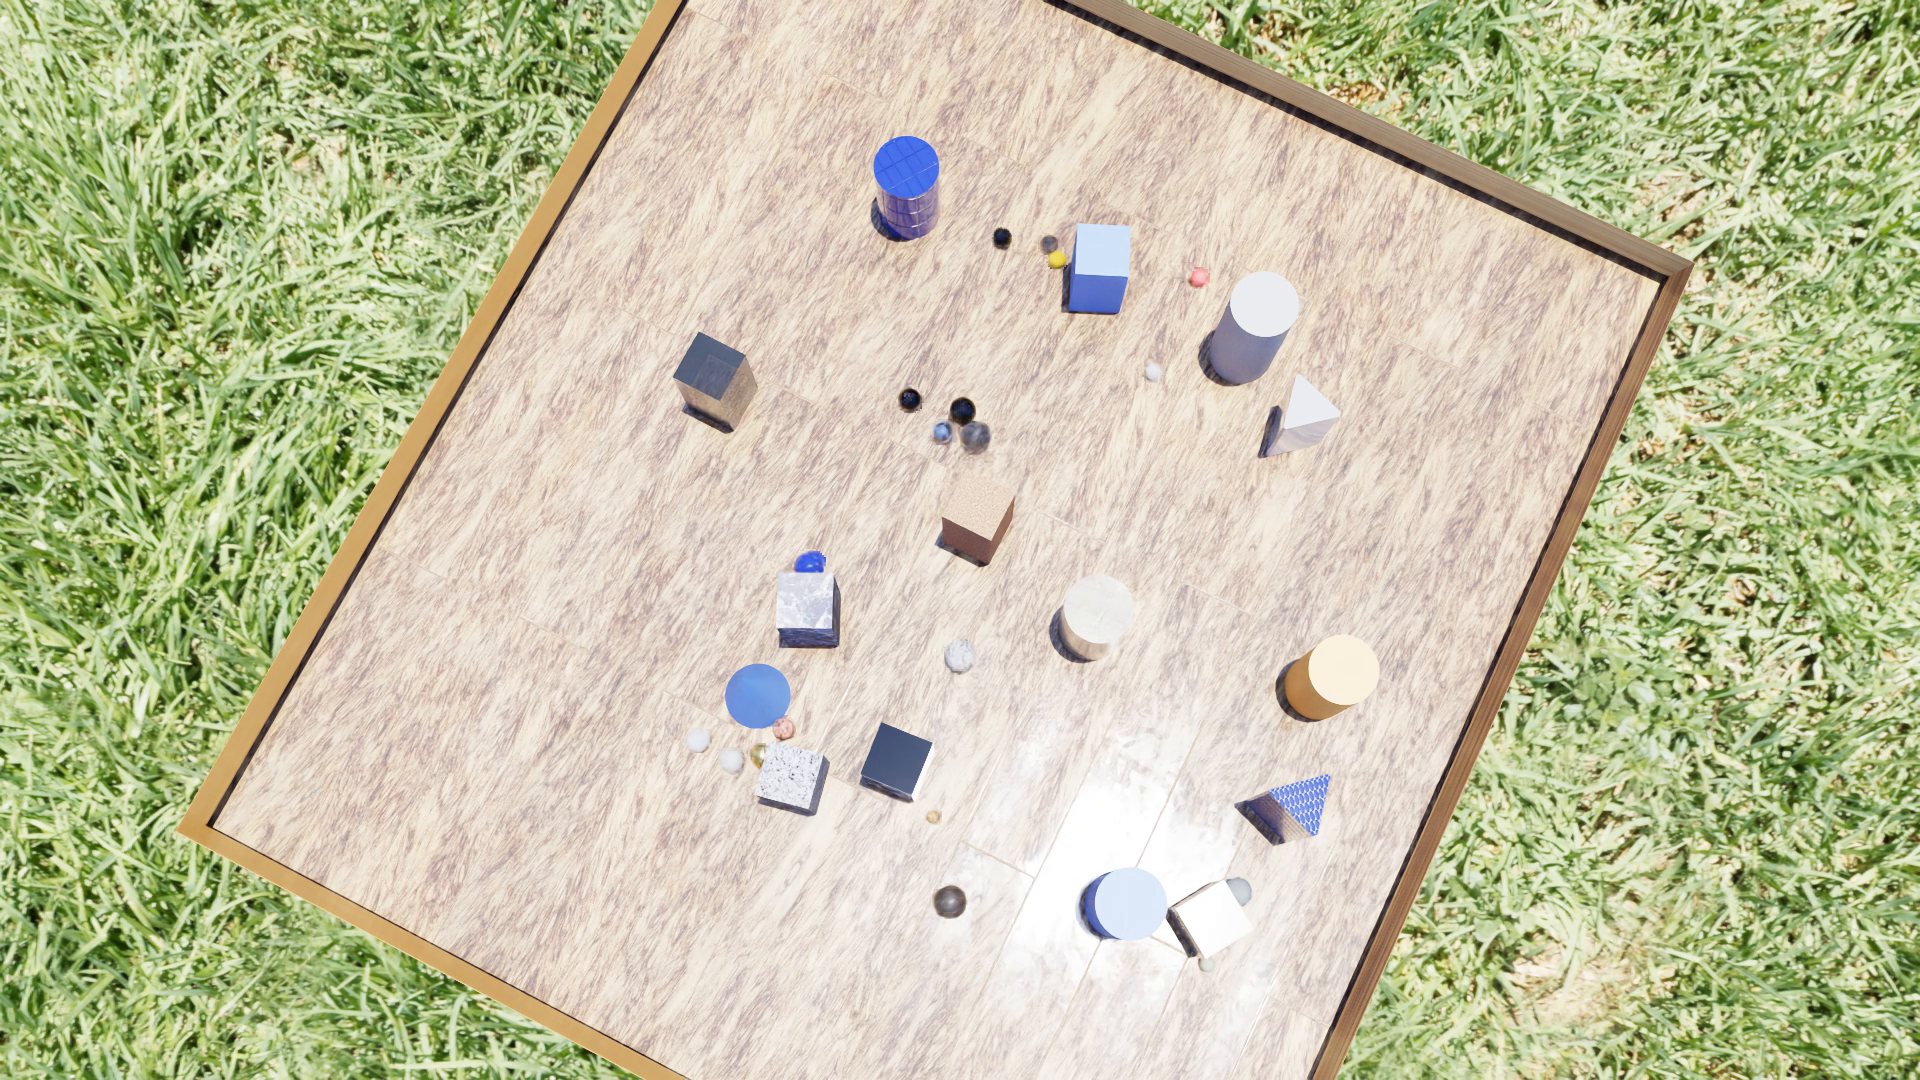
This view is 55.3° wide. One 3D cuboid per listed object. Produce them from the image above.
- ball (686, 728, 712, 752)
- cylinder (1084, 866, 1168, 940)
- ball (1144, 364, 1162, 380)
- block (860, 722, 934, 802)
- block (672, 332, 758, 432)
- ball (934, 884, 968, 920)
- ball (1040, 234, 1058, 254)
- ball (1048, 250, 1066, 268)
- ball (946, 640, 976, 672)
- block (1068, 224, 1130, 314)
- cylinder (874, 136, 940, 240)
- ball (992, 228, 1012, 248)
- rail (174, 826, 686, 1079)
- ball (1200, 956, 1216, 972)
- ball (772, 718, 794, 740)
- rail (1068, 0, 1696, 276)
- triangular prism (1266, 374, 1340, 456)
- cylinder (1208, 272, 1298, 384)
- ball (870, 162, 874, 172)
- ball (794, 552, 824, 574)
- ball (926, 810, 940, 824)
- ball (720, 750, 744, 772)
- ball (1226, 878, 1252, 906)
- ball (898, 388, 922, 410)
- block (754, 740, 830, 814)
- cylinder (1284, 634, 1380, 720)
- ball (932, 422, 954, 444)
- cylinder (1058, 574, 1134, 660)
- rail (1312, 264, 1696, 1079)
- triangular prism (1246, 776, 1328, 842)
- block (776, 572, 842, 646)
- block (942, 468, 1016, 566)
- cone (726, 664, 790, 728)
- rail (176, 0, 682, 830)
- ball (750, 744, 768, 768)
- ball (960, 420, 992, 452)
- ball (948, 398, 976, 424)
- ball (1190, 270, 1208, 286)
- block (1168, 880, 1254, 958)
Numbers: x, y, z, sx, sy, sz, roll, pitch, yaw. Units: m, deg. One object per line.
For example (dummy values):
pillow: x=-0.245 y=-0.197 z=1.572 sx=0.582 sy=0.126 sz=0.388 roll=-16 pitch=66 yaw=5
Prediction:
ball: x=-0.778 y=0.594 z=5.457 sx=0.073 sy=0.073 sz=0.073 roll=0 pitch=78 yaw=0
cylinder: x=0.466 y=1.031 z=5.191 sx=0.198 sy=0.416 sz=0.198 roll=0 pitch=78 yaw=0
ball: x=0.601 y=-0.522 z=5.698 sx=0.053 sy=0.053 sz=0.053 roll=0 pitch=78 yaw=0
block: x=-0.179 y=0.648 z=5.327 sx=0.159 sy=0.303 sz=0.159 roll=22 pitch=79 yaw=4
block: x=-0.736 y=-0.476 z=5.540 sx=0.159 sy=0.343 sz=0.159 roll=27 pitch=80 yaw=5
ball: x=-0.028 y=1.057 z=5.347 sx=0.099 sy=0.099 sz=0.099 roll=0 pitch=78 yaw=0
ball: x=0.282 y=-0.934 z=5.781 sx=0.057 sy=0.057 sz=0.057 roll=0 pitch=78 yaw=0
ball: x=0.307 y=-0.885 z=5.772 sx=0.054 sy=0.054 sz=0.054 roll=0 pitch=78 yaw=0
ball: x=0.003 y=0.349 z=5.496 sx=0.094 sy=0.094 sz=0.094 roll=0 pitch=78 yaw=0
block: x=0.426 y=-0.829 z=5.617 sx=0.159 sy=0.335 sz=0.159 roll=3 pitch=78 yaw=1
cylinder: x=-0.161 y=-1.084 z=5.664 sx=0.198 sy=0.347 sz=0.198 roll=0 pitch=78 yaw=0
ball: x=0.135 y=-0.955 z=5.782 sx=0.063 sy=0.063 sz=0.063 roll=0 pitch=78 yaw=0
rail: x=-0.792 y=1.558 z=5.227 sx=3.293 sy=0.129 sz=0.045 roll=26 pitch=80 yaw=5
ball: x=0.720 y=1.234 z=5.337 sx=0.047 sy=0.047 sz=0.047 roll=0 pitch=78 yaw=0
ball: x=-0.527 y=0.563 z=5.466 sx=0.066 sy=0.066 sz=0.066 roll=0 pitch=78 yaw=0
rail: x=0.792 y=-1.544 z=5.869 sx=3.293 sy=0.129 sz=0.045 roll=26 pitch=80 yaw=5
triangular prism: x=1.013 y=-0.385 z=5.531 sx=0.172 sy=0.323 sz=0.149 roll=-14 pitch=79 yaw=-3
cylinder: x=0.878 y=-0.633 z=5.509 sx=0.198 sy=0.468 sz=0.198 roll=0 pitch=78 yaw=0
ball: x=-0.264 y=-1.188 z=5.841 sx=0.042 sy=0.042 sz=0.042 roll=0 pitch=78 yaw=0
ball: x=-0.456 y=0.081 z=5.552 sx=0.094 sy=0.094 sz=0.094 roll=0 pitch=78 yaw=0
ball: x=-0.080 y=0.819 z=5.426 sx=0.042 sy=0.042 sz=0.042 roll=0 pitch=78 yaw=0
ball: x=-0.678 y=0.657 z=5.445 sx=0.069 sy=0.069 sz=0.069 roll=0 pitch=78 yaw=0
ball: x=0.812 y=1.030 z=5.360 sx=0.085 sy=0.085 sz=0.085 roll=0 pitch=78 yaw=0
ball: x=-0.155 y=-0.436 z=5.670 sx=0.071 sy=0.071 sz=0.071 roll=0 pitch=78 yaw=0
block: x=-0.484 y=0.693 z=5.324 sx=0.159 sy=0.293 sz=0.159 roll=14 pitch=79 yaw=3
cylinder: x=1.078 y=0.403 z=5.334 sx=0.198 sy=0.390 sz=0.198 roll=0 pitch=78 yaw=0
ball: x=-0.054 y=-0.331 z=5.650 sx=0.069 sy=0.069 sz=0.069 roll=0 pitch=78 yaw=0
cylinder: x=0.396 y=0.232 z=5.385 sx=0.198 sy=0.359 sz=0.198 roll=0 pitch=78 yaw=0
rail: x=1.452 y=0.718 z=5.401 sx=0.045 sy=0.129 sz=3.589 roll=26 pitch=80 yaw=5
triangular prism: x=0.961 y=0.741 z=5.237 sx=0.149 sy=0.442 sz=0.172 roll=-44 pitch=82 yaw=-8
block: x=-0.443 y=0.208 z=5.396 sx=0.159 sy=0.348 sz=0.159 roll=1 pitch=78 yaw=0
block: x=0.054 y=-0.065 z=5.442 sx=0.159 sy=0.369 sz=0.159 roll=26 pitch=80 yaw=5
cone: x=-0.609 y=0.425 z=5.302 sx=0.198 sy=0.443 sz=0.198 roll=0 pitch=78 yaw=0
rail: x=-1.452 y=-0.704 z=5.696 sx=0.045 sy=0.129 sz=3.589 roll=26 pitch=80 yaw=5
ball: x=-0.587 y=0.642 z=5.447 sx=0.072 sy=0.072 sz=0.072 roll=0 pitch=78 yaw=0
ball: x=0.050 y=-0.320 z=5.633 sx=0.097 sy=0.097 sz=0.097 roll=0 pitch=78 yaw=0
ball: x=0.009 y=-0.398 z=5.655 sx=0.086 sy=0.086 sz=0.086 roll=0 pitch=78 yaw=0
ball: x=0.751 y=-0.824 z=5.759 sx=0.055 sy=0.055 sz=0.055 roll=0 pitch=78 yaw=0
block: x=0.716 y=1.089 z=5.266 sx=0.159 sy=0.244 sz=0.159 roll=-30 pitch=80 yaw=-6
